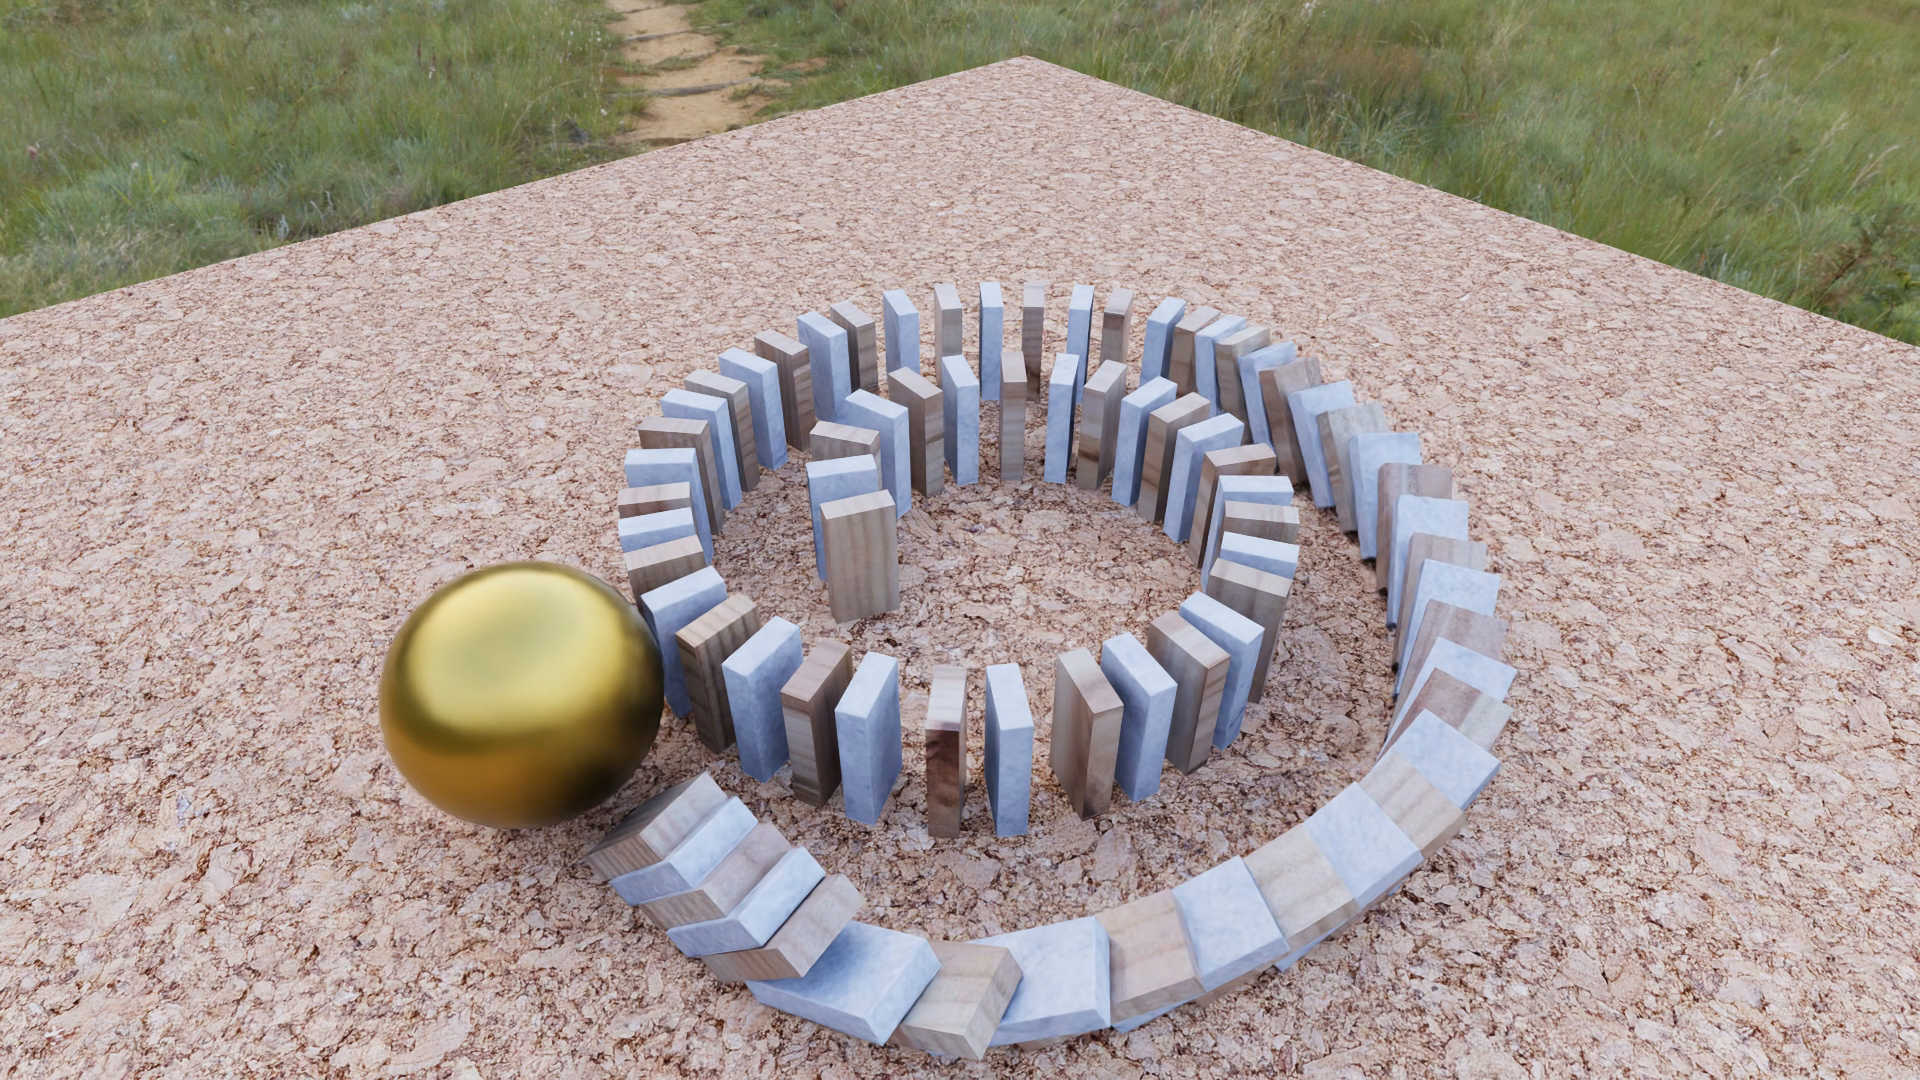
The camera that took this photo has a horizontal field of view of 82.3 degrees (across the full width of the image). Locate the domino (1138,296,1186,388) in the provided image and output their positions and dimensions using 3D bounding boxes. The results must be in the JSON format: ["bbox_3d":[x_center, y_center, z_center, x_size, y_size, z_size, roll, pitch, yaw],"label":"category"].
[{"bbox_3d":[0.094,-0.085,0.516,0.009,0.050,0.025,19,43,22],"label":"domino"}]

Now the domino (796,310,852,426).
[{"bbox_3d":[-0.062,-0.077,0.505,0.009,0.050,0.025,-29,47,-30],"label":"domino"}]

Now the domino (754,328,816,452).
[{"bbox_3d":[-0.078,-0.067,0.493,0.025,0.050,0.009,29,48,31],"label":"domino"}]

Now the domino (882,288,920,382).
[{"bbox_3d":[-0.027,-0.090,0.522,0.009,0.050,0.025,-13,41,-15],"label":"domino"}]

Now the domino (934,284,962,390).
[{"bbox_3d":[-0.006,-0.094,0.526,0.009,0.050,0.025,-6,40,-7],"label":"domino"}]

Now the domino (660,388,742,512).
[{"bbox_3d":[-0.107,-0.037,0.457,0.025,0.050,0.010,13,41,15],"label":"domino"}]

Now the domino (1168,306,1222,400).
[{"bbox_3d":[0.107,-0.080,0.509,0.010,0.050,0.025,26,46,30],"label":"domino"}]

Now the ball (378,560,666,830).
[{"bbox_3d":[-0.130,0.046,0.332,0.080,0.080,0.080,0,39,0],"label":"ball"}]

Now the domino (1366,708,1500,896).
[{"bbox_3d":[0.133,0.078,0.328,0.050,0.009,0.025,-48,55,-4],"label":"domino"}]

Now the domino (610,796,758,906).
[{"bbox_3d":[-0.078,0.088,0.309,0.009,0.050,0.025,51,50,-6],"label":"domino"}]

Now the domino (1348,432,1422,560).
[{"bbox_3d":[0.172,-0.018,0.441,0.025,0.009,0.050,-2,79,-3],"label":"domino"}]

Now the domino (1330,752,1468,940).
[{"bbox_3d":[0.117,0.088,0.317,0.050,0.010,0.025,-42,48,1],"label":"domino"}]

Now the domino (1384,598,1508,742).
[{"bbox_3d":[0.162,0.047,0.366,0.025,0.010,0.050,18,74,21],"label":"domino"}]

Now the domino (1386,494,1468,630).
[{"bbox_3d":[0.175,0.009,0.411,0.025,0.010,0.050,7,74,9],"label":"domino"}]

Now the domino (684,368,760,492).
[{"bbox_3d":[-0.101,-0.046,0.468,0.025,0.050,0.010,18,43,21],"label":"domino"}]

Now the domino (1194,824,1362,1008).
[{"bbox_3d":[0.080,0.102,0.301,0.050,0.010,0.025,-33,43,4],"label":"domino"}]

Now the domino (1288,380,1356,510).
[{"bbox_3d":[0.158,-0.041,0.466,0.025,0.050,0.010,-15,0,-17],"label":"domino"}]

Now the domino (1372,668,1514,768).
[{"bbox_3d":[0.146,0.067,0.340,0.025,0.010,0.050,31,81,29],"label":"domino"}]

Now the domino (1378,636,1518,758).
[{"bbox_3d":[0.154,0.059,0.351,0.025,0.010,0.050,25,78,28],"label":"domino"}]

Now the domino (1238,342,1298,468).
[{"bbox_3d":[0.140,-0.060,0.485,0.025,0.050,0.009,-23,16,-25],"label":"domino"}]

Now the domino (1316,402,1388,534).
[{"bbox_3d":[0.166,-0.030,0.455,0.025,0.009,0.050,-9,84,-11],"label":"domino"}]

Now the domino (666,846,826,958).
[{"bbox_3d":[-0.058,0.098,0.297,0.009,0.050,0.025,51,50,-6],"label":"domino"}]

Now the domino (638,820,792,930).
[{"bbox_3d":[-0.068,0.093,0.303,0.009,0.050,0.025,51,50,-6],"label":"domino"}]

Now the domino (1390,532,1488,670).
[{"bbox_3d":[0.172,0.024,0.395,0.025,0.009,0.050,11,72,13],"label":"domino"}]

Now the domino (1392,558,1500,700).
[{"bbox_3d":[0.169,0.034,0.381,0.025,0.010,0.050,15,73,14],"label":"domino"}]

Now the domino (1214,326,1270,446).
[{"bbox_3d":[0.129,-0.068,0.494,0.025,0.050,0.009,-27,28,-29],"label":"domino"}]

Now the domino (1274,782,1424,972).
[{"bbox_3d":[0.101,0.094,0.309,0.050,0.010,0.025,-40,46,2],"label":"domino"}]

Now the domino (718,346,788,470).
[{"bbox_3d":[-0.090,-0.057,0.481,0.025,0.050,0.009,24,45,26],"label":"domino"}]

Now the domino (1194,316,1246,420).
[{"bbox_3d":[0.119,-0.074,0.501,0.025,0.050,0.010,-32,36,-33],"label":"domino"}]

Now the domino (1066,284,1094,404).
[{"bbox_3d":[0.057,-0.093,0.525,0.010,0.050,0.025,7,40,8],"label":"domino"}]

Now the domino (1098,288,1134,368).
[{"bbox_3d":[0.073,-0.091,0.522,0.009,0.050,0.025,11,41,13],"label":"domino"}]

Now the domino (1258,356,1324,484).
[{"bbox_3d":[0.148,-0.052,0.477,0.025,0.050,0.009,-20,12,-23],"label":"domino"}]

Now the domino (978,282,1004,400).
[{"bbox_3d":[0.015,-0.095,0.528,0.010,0.050,0.025,-2,39,-2],"label":"domino"}]

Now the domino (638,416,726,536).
[{"bbox_3d":[-0.111,-0.025,0.442,0.025,0.050,0.009,5,40,6],"label":"domino"}]

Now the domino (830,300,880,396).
[{"bbox_3d":[-0.049,-0.083,0.513,0.009,0.050,0.025,-23,45,-26],"label":"domino"}]

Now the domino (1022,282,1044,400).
[{"bbox_3d":[0.034,-0.095,0.527,0.009,0.050,0.025,2,39,3],"label":"domino"}]

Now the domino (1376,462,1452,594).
[{"bbox_3d":[0.176,-0.004,0.426,0.025,0.009,0.050,5,76,6],"label":"domino"}]

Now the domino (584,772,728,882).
[{"bbox_3d":[-0.088,0.083,0.315,0.010,0.050,0.025,51,50,-6],"label":"domino"}]
